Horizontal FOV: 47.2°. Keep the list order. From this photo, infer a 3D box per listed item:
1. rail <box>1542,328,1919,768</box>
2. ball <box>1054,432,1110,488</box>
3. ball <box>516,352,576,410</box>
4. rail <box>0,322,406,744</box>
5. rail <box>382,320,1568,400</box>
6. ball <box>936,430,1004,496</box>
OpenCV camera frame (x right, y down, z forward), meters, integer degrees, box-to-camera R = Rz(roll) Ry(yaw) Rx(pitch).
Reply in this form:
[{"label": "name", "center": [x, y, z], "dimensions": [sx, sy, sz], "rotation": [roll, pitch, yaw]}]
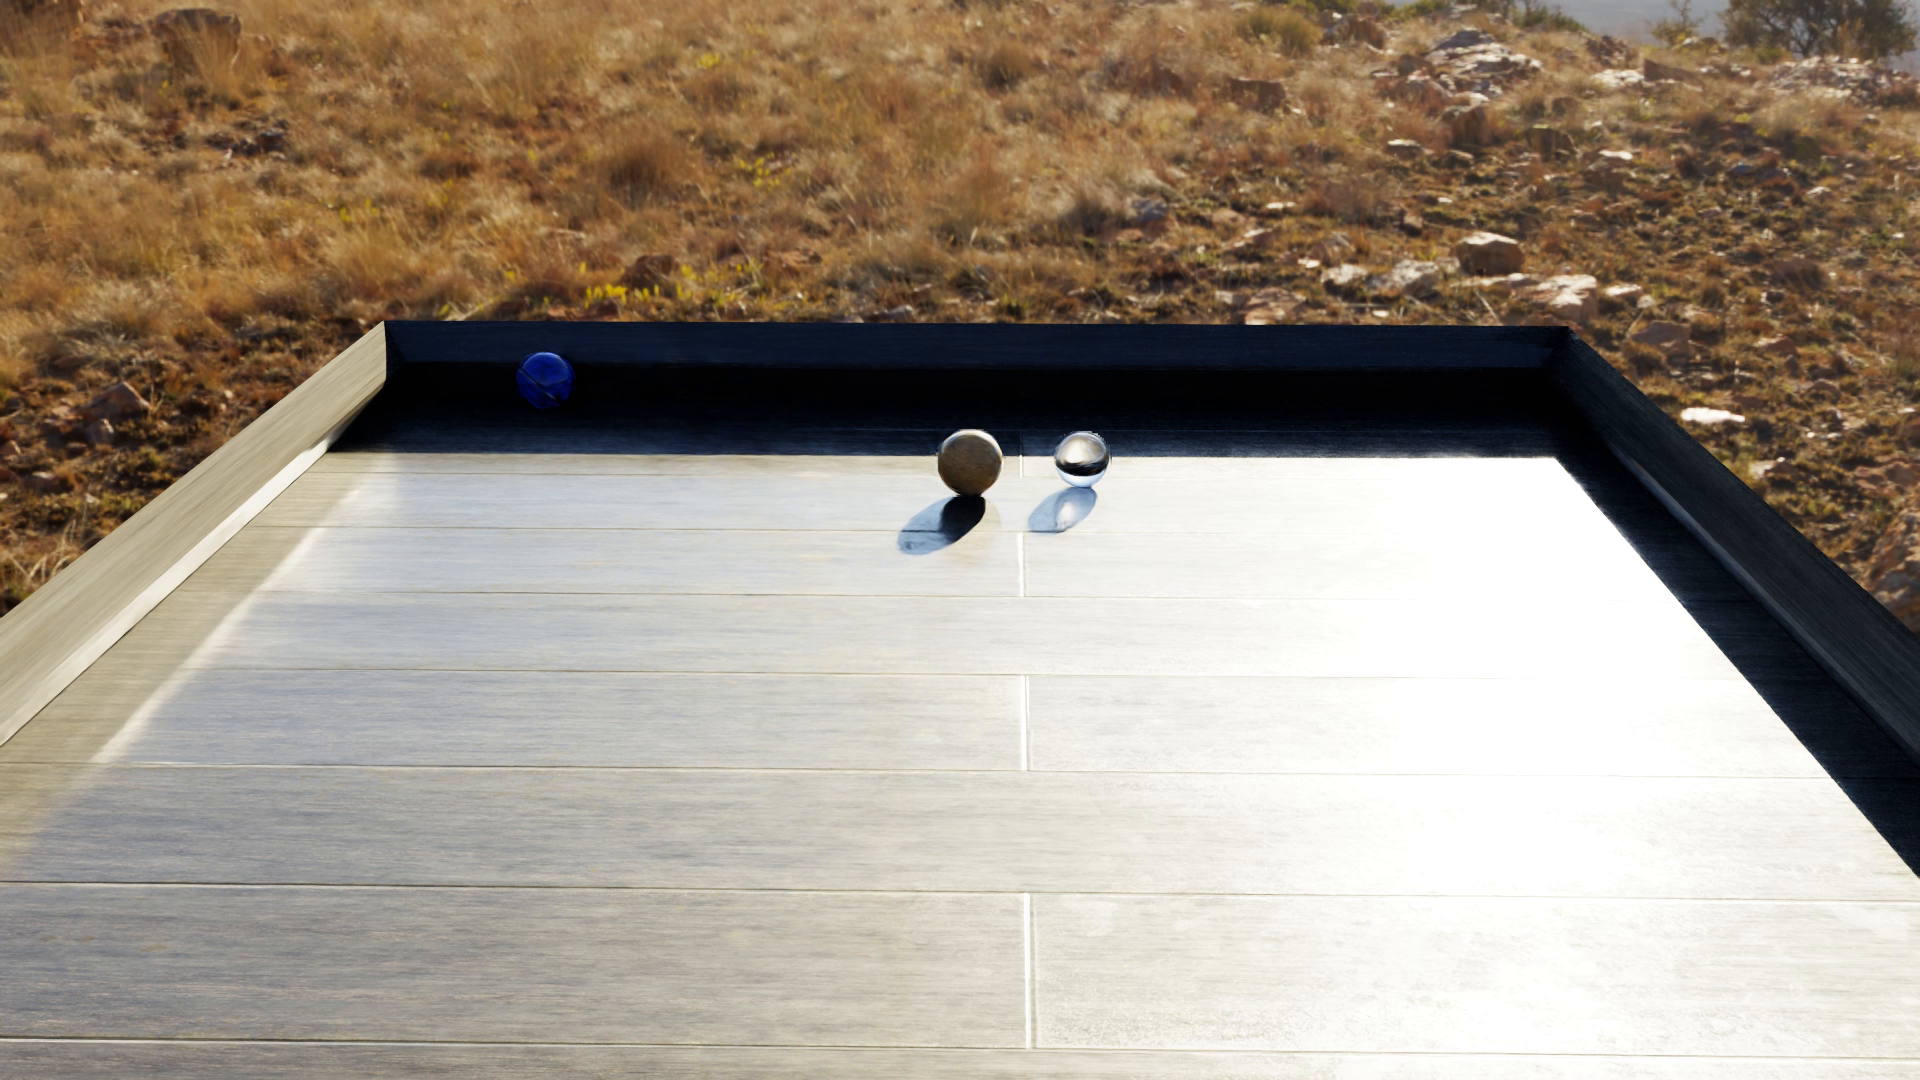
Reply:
[{"label": "rail", "center": [0.882, 0.252, 1.785], "dimensions": [0.045, 0.117, 3.449], "rotation": [0, 18, 1]}, {"label": "ball", "center": [0.165, -0.108, 2.977], "dimensions": [0.075, 0.075, 0.075], "rotation": [0, 18, 0]}, {"label": "ball", "center": [-0.636, -0.244, 3.377], "dimensions": [0.090, 0.090, 0.090], "rotation": [0, 18, 0]}, {"label": "rail", "center": [-0.919, 0.240, 1.822], "dimensions": [0.045, 0.117, 3.449], "rotation": [0, 18, 1]}, {"label": "rail", "center": [0.018, -0.274, 3.422], "dimensions": [1.849, 0.117, 0.045], "rotation": [0, 18, 1]}, {"label": "ball", "center": [0.013, -0.103, 2.939], "dimensions": [0.089, 0.089, 0.089], "rotation": [0, 18, 0]}]
